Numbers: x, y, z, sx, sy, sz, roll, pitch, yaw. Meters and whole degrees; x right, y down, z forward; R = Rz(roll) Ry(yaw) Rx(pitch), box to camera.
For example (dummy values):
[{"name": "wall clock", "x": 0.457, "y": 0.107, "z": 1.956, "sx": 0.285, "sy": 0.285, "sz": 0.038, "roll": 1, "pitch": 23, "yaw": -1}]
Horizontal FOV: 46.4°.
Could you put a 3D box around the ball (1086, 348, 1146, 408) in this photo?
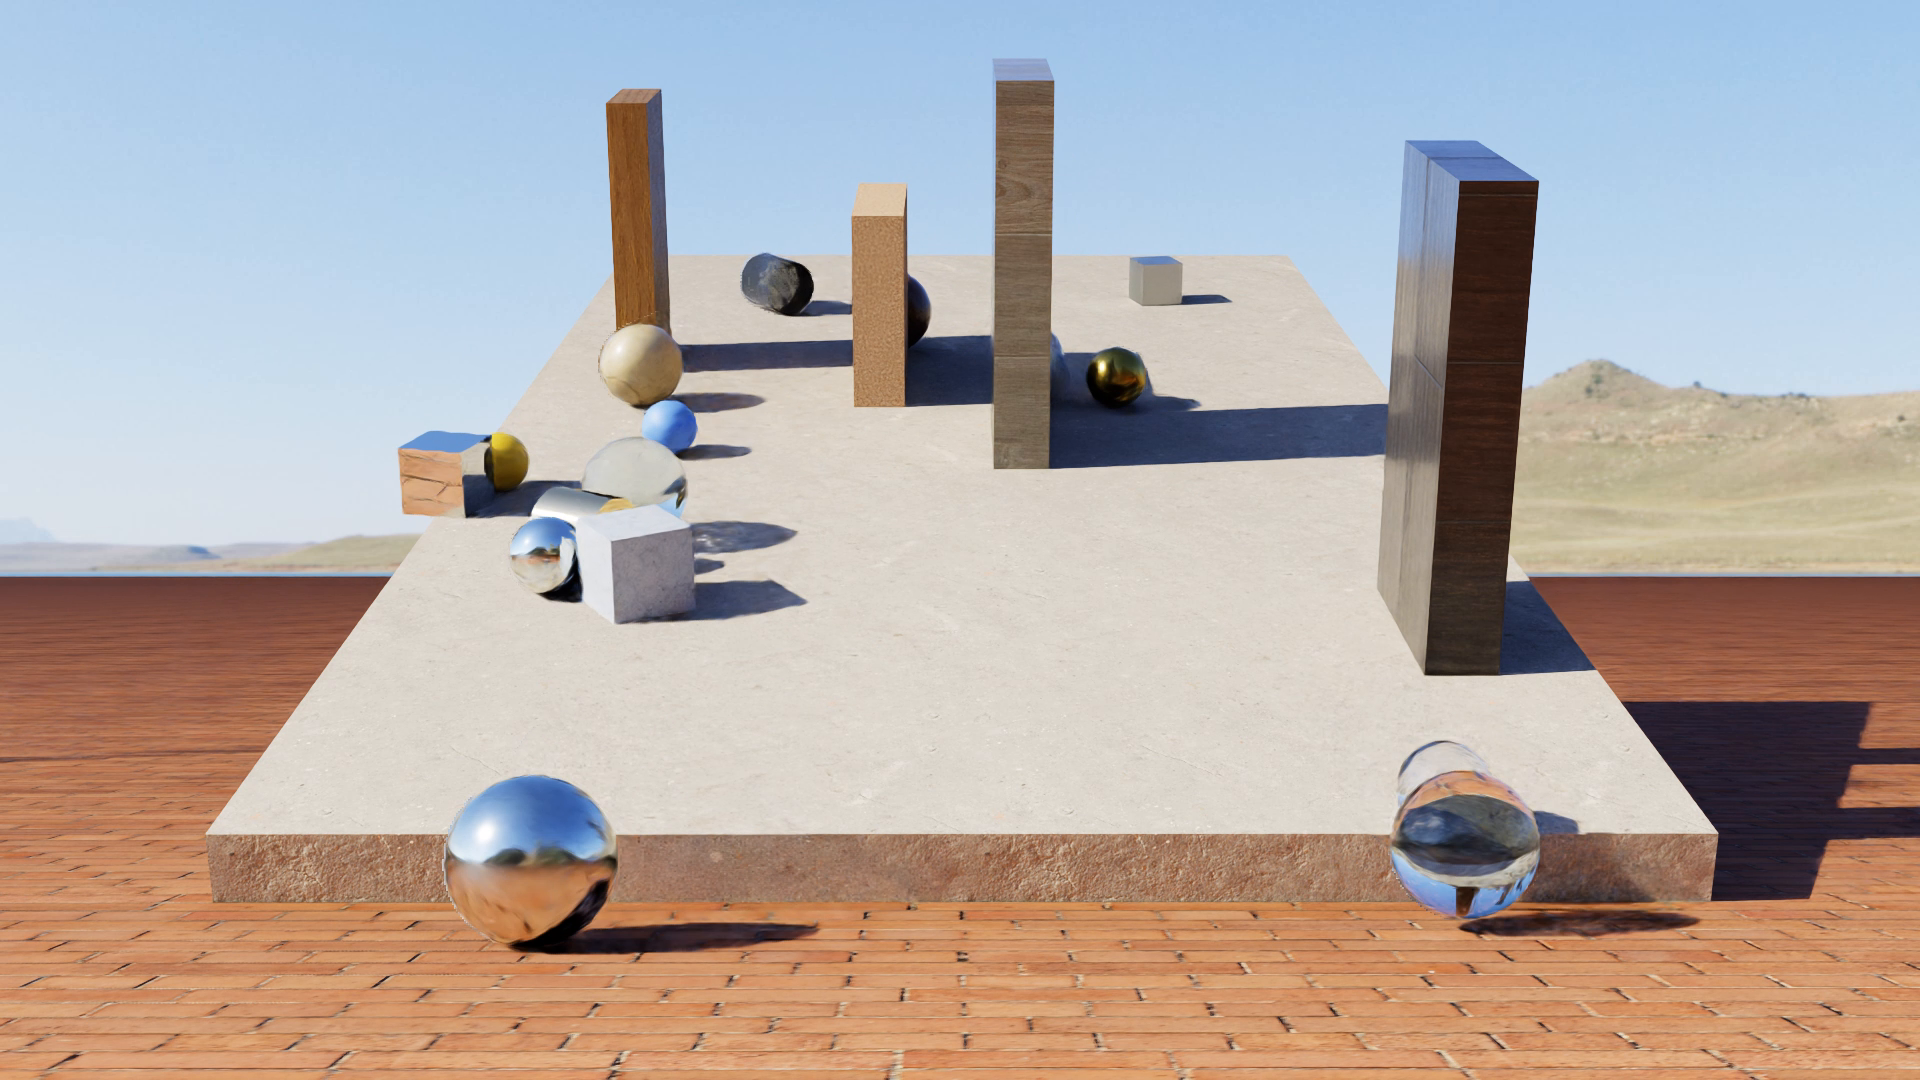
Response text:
[{"name": "ball", "x": 0.352, "y": -0.367, "z": 5.043, "sx": 0.135, "sy": 0.135, "sz": 0.135, "roll": 0, "pitch": -1, "yaw": 0}]

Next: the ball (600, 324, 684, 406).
[{"name": "ball", "x": -0.716, "y": -0.395, "z": 5.042, "sx": 0.185, "sy": 0.185, "sz": 0.185, "roll": 0, "pitch": -1, "yaw": 0}]

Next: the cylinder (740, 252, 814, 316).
[{"name": "cylinder", "x": -0.490, "y": -0.686, "z": 5.996, "sx": 0.143, "sy": 0.143, "sz": 0.143, "roll": 1, "pitch": 16, "yaw": -36}]

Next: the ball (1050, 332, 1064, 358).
[{"name": "ball", "x": 0.162, "y": -0.421, "z": 5.148, "sx": 0.152, "sy": 0.152, "sz": 0.152, "roll": 0, "pitch": -1, "yaw": 0}]

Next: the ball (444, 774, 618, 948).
[{"name": "ball", "x": -0.505, "y": 0.378, "z": 2.643, "sx": 0.202, "sy": 0.202, "sz": 0.202, "roll": 0, "pitch": -1, "yaw": 0}]

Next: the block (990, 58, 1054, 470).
[{"name": "block", "x": 0.125, "y": -0.579, "z": 4.649, "sx": 0.114, "sy": 0.784, "sz": 0.399, "roll": 0, "pitch": 18, "yaw": 0}]

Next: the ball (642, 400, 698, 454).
[{"name": "ball", "x": -0.606, "y": -0.235, "z": 4.669, "sx": 0.115, "sy": 0.115, "sz": 0.115, "roll": 0, "pitch": -1, "yaw": 0}]

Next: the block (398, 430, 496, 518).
[{"name": "block", "x": -0.988, "y": -0.127, "z": 4.315, "sx": 0.130, "sy": 0.130, "sz": 0.130, "roll": 5, "pitch": 19, "yaw": 14}]

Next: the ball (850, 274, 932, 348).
[{"name": "ball", "x": -0.171, "y": -0.566, "z": 5.542, "sx": 0.200, "sy": 0.200, "sz": 0.200, "roll": 0, "pitch": -1, "yaw": 0}]

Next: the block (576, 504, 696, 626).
[{"name": "block", "x": -0.548, "y": 0.040, "z": 3.782, "sx": 0.147, "sy": 0.147, "sz": 0.147, "roll": -11, "pitch": 21, "yaw": -30}]

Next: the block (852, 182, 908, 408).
[{"name": "block", "x": -0.183, "y": -0.576, "z": 5.198, "sx": 0.114, "sy": 0.434, "sz": 0.449, "roll": 0, "pitch": 18, "yaw": 0}]

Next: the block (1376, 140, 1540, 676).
[{"name": "block", "x": 0.783, "y": -0.220, "z": 3.574, "sx": 0.116, "sy": 0.773, "sz": 0.412, "roll": 0, "pitch": 18, "yaw": 0}]

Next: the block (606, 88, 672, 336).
[{"name": "block", "x": -0.769, "y": -0.745, "z": 5.382, "sx": 0.094, "sy": 0.638, "sz": 0.277, "roll": 0, "pitch": 18, "yaw": 0}]

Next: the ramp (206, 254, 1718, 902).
[{"name": "ramp", "x": -0.004, "y": -0.189, "z": 4.875, "sx": 2.000, "sy": 0.100, "sz": 4.000, "roll": 0, "pitch": 18, "yaw": 0}]

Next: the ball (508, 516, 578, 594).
[{"name": "ball", "x": -0.706, "y": 0.026, "z": 3.844, "sx": 0.134, "sy": 0.134, "sz": 0.134, "roll": 0, "pitch": -1, "yaw": 0}]

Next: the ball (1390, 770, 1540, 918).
[{"name": "ball", "x": 0.619, "y": 0.373, "z": 2.749, "sx": 0.181, "sy": 0.181, "sz": 0.181, "roll": 0, "pitch": -1, "yaw": 0}]

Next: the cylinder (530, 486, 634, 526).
[{"name": "cylinder", "x": -0.665, "y": -0.017, "z": 3.971, "sx": 0.138, "sy": 0.138, "sz": 0.138, "roll": 10, "pitch": 4, "yaw": 29}]

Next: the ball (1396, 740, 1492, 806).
[{"name": "ball", "x": 0.637, "y": 0.327, "z": 2.945, "sx": 0.127, "sy": 0.127, "sz": 0.127, "roll": 0, "pitch": -1, "yaw": 0}]

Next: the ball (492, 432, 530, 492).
[{"name": "ball", "x": -0.909, "y": -0.154, "z": 4.419, "sx": 0.117, "sy": 0.117, "sz": 0.117, "roll": 0, "pitch": -1, "yaw": 0}]

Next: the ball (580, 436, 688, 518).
[{"name": "ball", "x": -0.596, "y": -0.092, "z": 4.103, "sx": 0.195, "sy": 0.195, "sz": 0.195, "roll": 0, "pitch": -1, "yaw": 0}]

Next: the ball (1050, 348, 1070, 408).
[{"name": "ball", "x": 0.170, "y": -0.363, "z": 5.008, "sx": 0.150, "sy": 0.150, "sz": 0.150, "roll": 0, "pitch": -1, "yaw": 0}]

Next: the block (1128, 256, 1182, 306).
[{"name": "block", "x": 0.534, "y": -0.708, "z": 6.117, "sx": 0.112, "sy": 0.112, "sz": 0.112, "roll": -5, "pitch": 19, "yaw": -14}]
